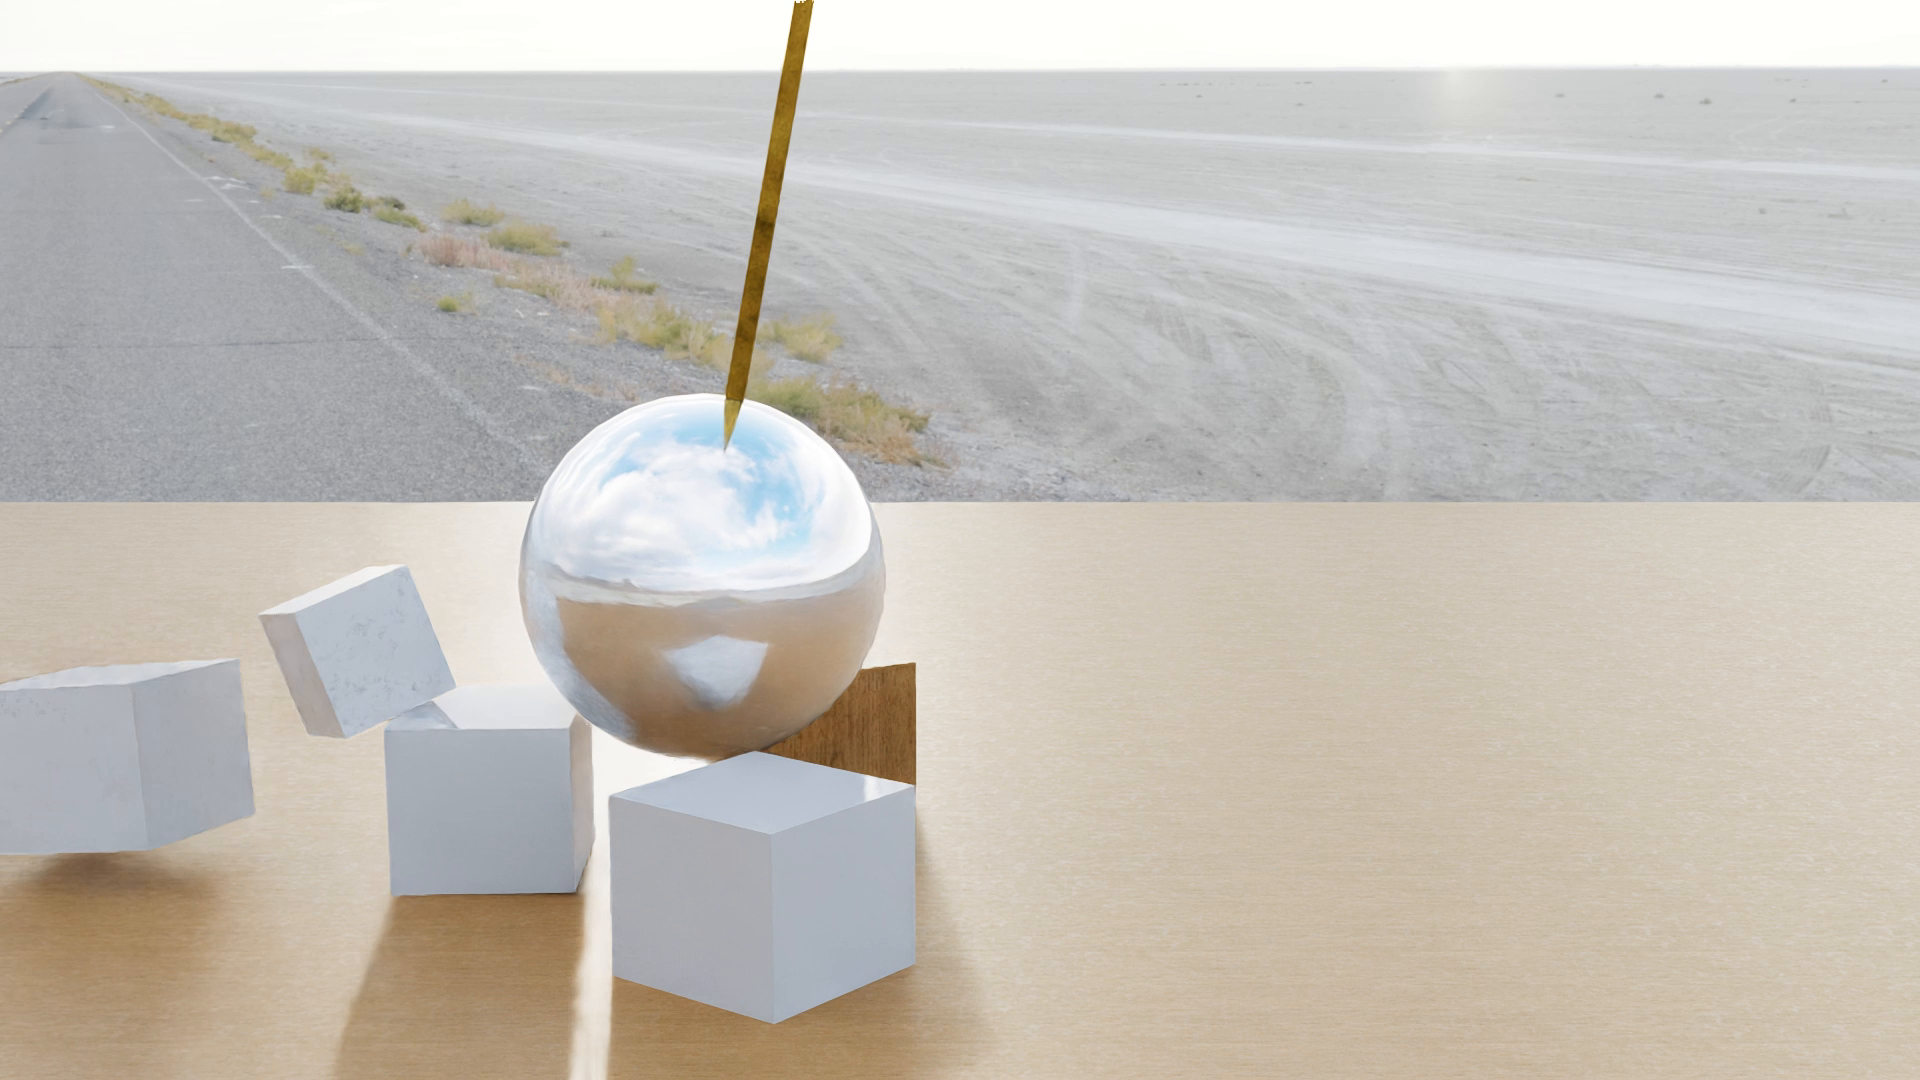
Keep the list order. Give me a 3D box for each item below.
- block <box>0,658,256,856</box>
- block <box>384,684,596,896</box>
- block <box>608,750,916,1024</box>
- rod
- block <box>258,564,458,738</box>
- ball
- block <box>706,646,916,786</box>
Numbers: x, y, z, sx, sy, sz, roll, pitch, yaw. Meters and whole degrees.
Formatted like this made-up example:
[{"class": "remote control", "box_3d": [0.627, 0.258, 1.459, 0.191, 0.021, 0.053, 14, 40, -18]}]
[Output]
[{"class": "block", "box_3d": [-3.793, 0.961, 11.457, 0.877, 0.721, 0.822, -4, 4, 17]}, {"class": "block", "box_3d": [-2.079, 1.100, 11.436, 0.792, 0.738, 0.799, -1, 10, -1]}, {"class": "block", "box_3d": [-0.774, 1.343, 10.120, 0.856, 0.737, 0.843, 8, 13, 37]}, {"class": "rod", "box_3d": [-0.486, -3.125, 10.612, 0.080, 5.200, 0.080, 11, 10, -2]}, {"class": "block", "box_3d": [-2.674, 0.492, 11.378, 0.545, 0.592, 0.532, -26, 11, -30]}, {"class": "ball", "box_3d": [-1.122, 0.161, 11.210, 1.600, 1.600, 1.600, 0, 10, 0]}, {"class": "block", "box_3d": [-0.727, 0.923, 12.463, 0.793, 0.725, 0.692, -6, 12, -30]}]
